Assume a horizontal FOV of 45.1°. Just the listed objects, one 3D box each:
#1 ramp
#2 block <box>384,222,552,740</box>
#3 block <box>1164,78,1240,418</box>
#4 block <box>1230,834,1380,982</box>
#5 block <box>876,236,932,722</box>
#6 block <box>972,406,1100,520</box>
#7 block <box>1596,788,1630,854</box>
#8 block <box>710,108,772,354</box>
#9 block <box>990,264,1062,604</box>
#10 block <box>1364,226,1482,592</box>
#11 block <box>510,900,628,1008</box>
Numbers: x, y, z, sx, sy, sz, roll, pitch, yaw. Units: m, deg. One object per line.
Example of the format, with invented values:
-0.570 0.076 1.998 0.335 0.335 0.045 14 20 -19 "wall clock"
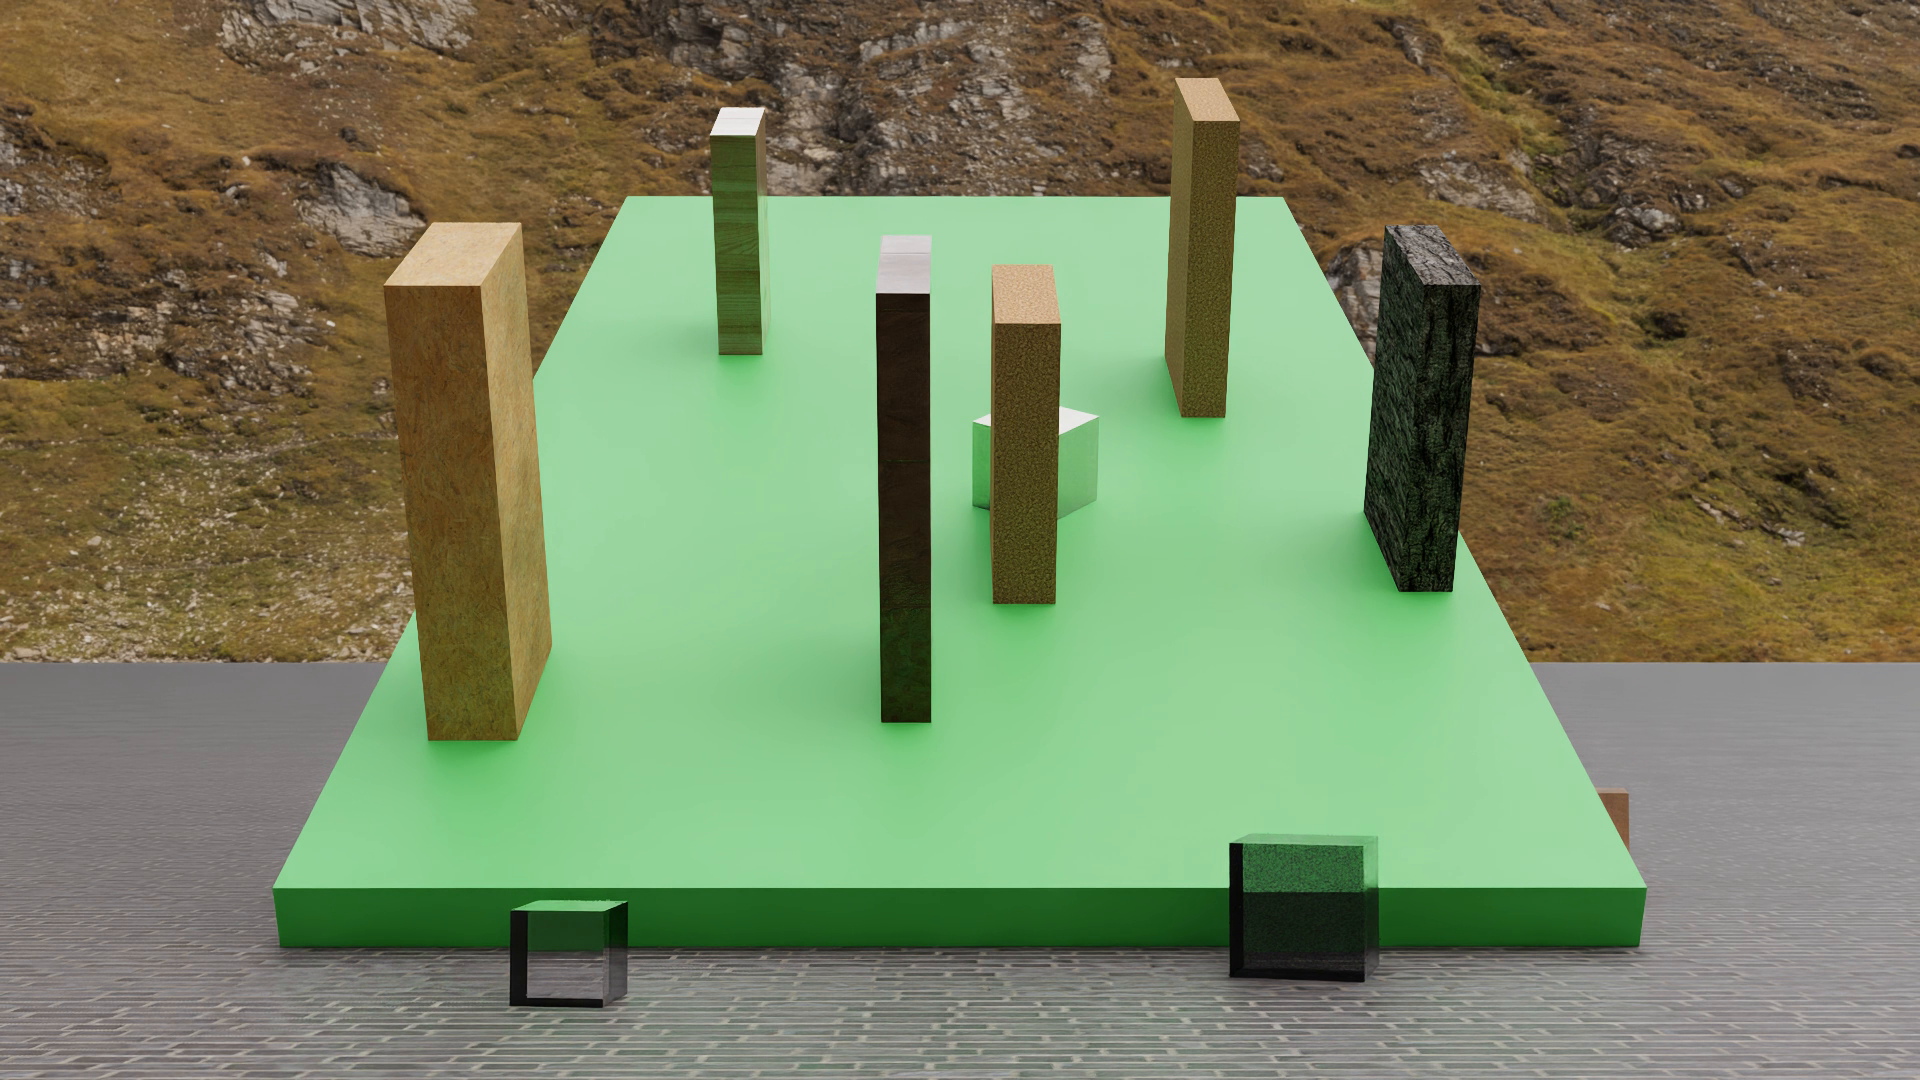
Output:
-0.007 -0.225 5.222 2.000 0.100 4.000 0 23 0 "ramp"
-0.797 -0.098 3.793 0.146 0.772 0.360 0 23 0 "block"
0.550 -0.675 5.295 0.100 0.676 0.448 0 23 0 "block"
0.469 0.496 3.138 0.178 0.178 0.178 -1 -3 16 "block"
-0.089 -0.103 3.849 0.084 0.741 0.334 0 23 0 "block"
0.154 -0.161 4.706 0.183 0.183 0.183 17 28 35 "block"
1.156 0.556 4.319 0.176 0.176 0.176 -1 -3 14 "block"
-0.534 -0.758 5.658 0.106 0.541 0.296 0 23 0 "block"
0.119 -0.204 4.346 0.116 0.543 0.373 0 23 0 "block"
0.874 -0.256 4.403 0.101 0.598 0.402 0 23 0 "block"
-0.485 0.513 2.872 0.117 0.117 0.117 0 -3 6 "block"
